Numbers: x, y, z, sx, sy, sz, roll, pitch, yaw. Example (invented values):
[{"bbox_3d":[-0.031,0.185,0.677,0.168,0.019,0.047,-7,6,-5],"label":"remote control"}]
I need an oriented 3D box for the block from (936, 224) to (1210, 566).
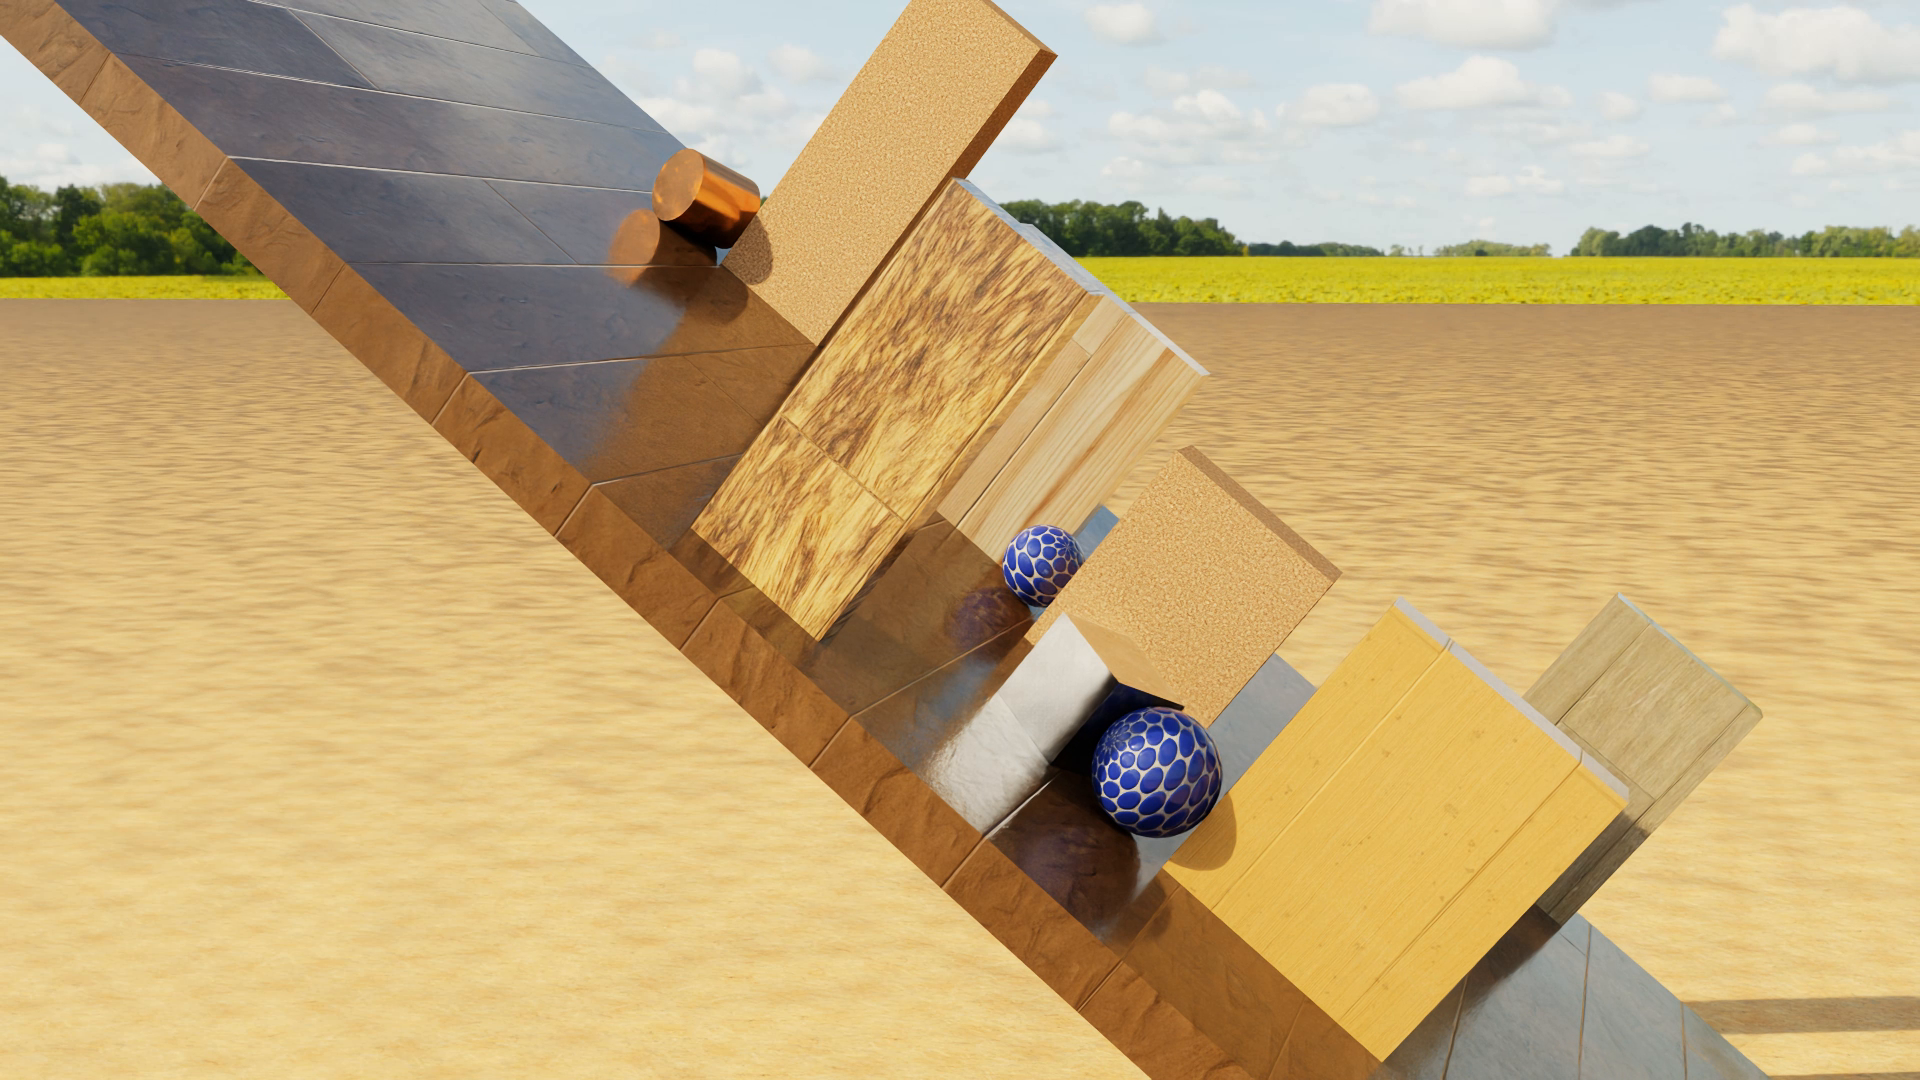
[{"bbox_3d":[0.130,-0.247,4.080,0.435,0.514,0.085,41,16,9],"label":"block"}]

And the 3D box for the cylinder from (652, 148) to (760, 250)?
[{"bbox_3d":[-0.525,-0.705,4.550,0.158,0.158,0.158,7,-11,45],"label":"cylinder"}]

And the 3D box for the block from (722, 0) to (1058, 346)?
[{"bbox_3d":[-0.148,-0.774,4.485,0.271,0.749,0.141,41,16,9],"label":"block"}]

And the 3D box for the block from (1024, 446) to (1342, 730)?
[{"bbox_3d":[0.387,0.112,3.819,0.344,0.426,0.134,41,16,9],"label":"block"}]

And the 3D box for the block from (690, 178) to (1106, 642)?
[{"bbox_3d":[-0.097,-0.183,3.174,0.260,0.646,0.082,41,16,9],"label":"block"}]

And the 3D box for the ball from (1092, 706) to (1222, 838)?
[{"bbox_3d":[0.302,0.357,3.377,0.202,0.202,0.202,0,7,0],"label":"ball"}]

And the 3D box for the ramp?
[{"bbox_3d":[-0.012,0.062,4.045,4.000,0.100,2.000,41,16,9],"label":"ramp"}]

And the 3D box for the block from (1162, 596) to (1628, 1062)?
[{"bbox_3d":[0.647,0.433,3.302,0.435,0.541,0.097,41,16,9],"label":"block"}]

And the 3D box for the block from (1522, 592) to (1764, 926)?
[{"bbox_3d":[1.312,0.457,4.577,0.370,0.599,0.086,41,16,9],"label":"block"}]

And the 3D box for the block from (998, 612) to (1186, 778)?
[{"bbox_3d":[0.208,0.254,3.504,0.174,0.174,0.174,22,23,-45],"label":"block"}]

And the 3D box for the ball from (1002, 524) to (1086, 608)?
[{"bbox_3d":[0.152,0.047,3.984,0.151,0.151,0.151,0,7,0],"label":"ball"}]
